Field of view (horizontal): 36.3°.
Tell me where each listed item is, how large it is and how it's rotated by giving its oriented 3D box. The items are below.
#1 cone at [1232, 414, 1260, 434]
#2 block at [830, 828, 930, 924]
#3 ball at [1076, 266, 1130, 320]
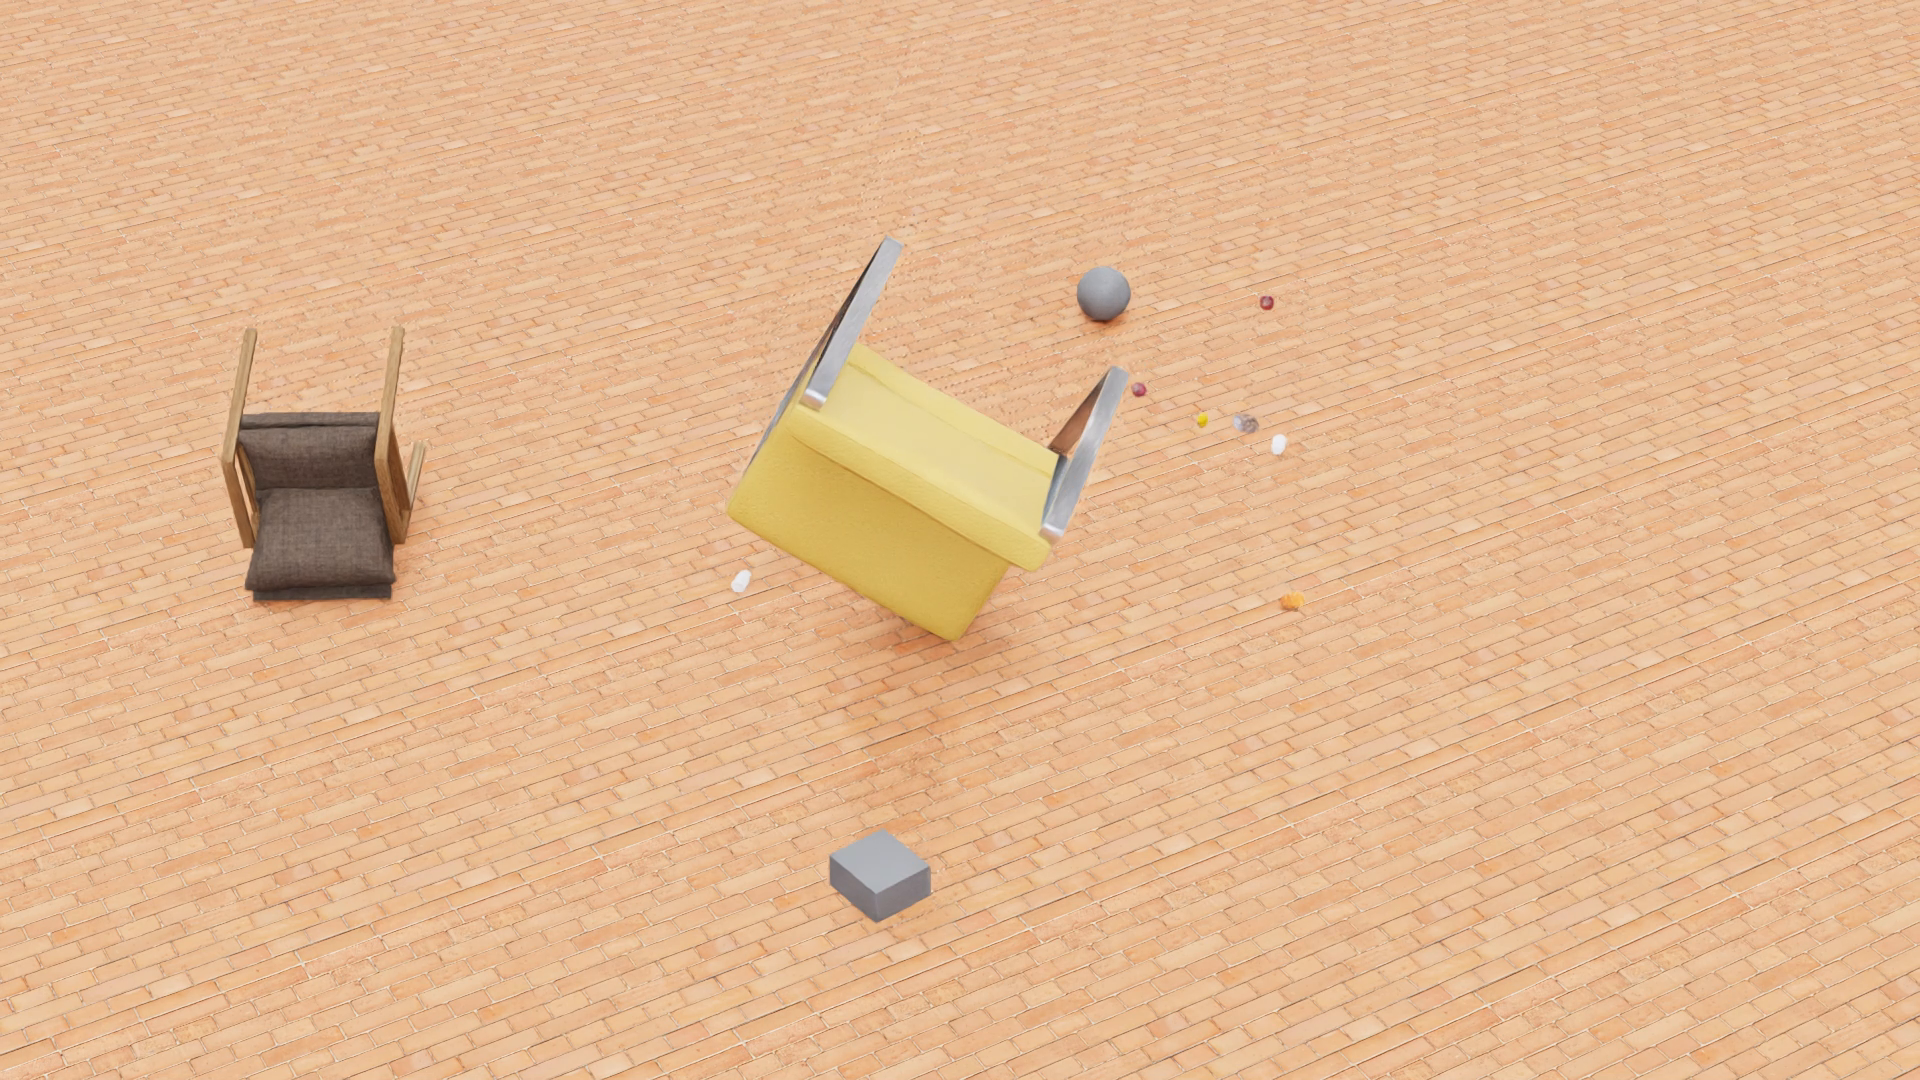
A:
[{"bbox_3d":[1.130,-0.467,11.618,0.110,0.076,0.091,23,9,-3],"label":"cone"},{"bbox_3d":[-0.253,1.056,9.231,0.214,0.122,0.241,-24,40,-32],"label":"block"},{"bbox_3d":[0.603,-1.035,12.308,0.228,0.228,0.228,0,33,0],"label":"ball"}]
